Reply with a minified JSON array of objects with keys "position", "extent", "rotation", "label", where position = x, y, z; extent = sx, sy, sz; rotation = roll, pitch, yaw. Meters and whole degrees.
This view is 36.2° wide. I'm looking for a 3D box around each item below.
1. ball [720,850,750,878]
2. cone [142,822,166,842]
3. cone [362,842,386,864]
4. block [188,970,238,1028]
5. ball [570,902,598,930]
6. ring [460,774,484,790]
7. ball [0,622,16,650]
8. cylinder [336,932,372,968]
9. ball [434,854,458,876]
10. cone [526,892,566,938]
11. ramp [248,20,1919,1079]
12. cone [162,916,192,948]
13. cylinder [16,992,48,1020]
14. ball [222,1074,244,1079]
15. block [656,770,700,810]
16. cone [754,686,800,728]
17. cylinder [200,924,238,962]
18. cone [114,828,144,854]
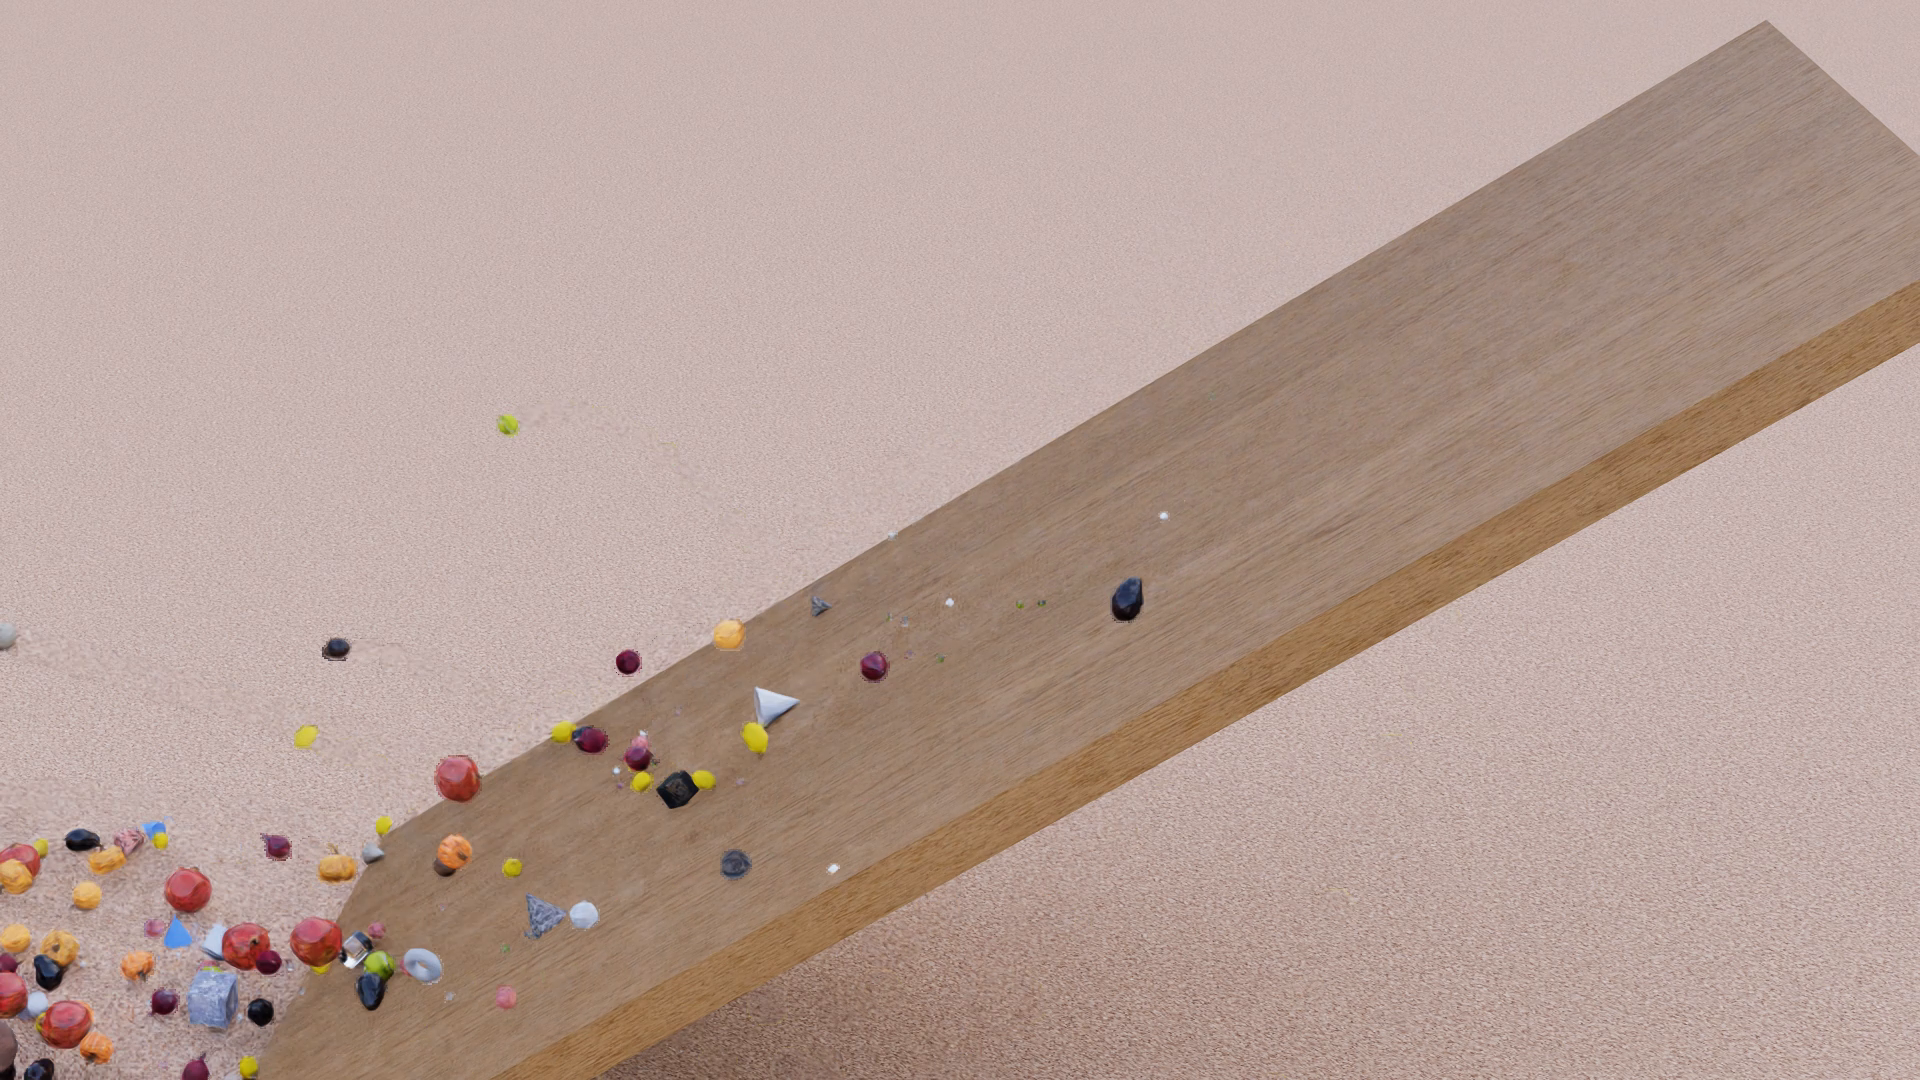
[{"position":[-0.441,0.636,5.760],"extent":[0.055,0.055,0.055],"rotation":[0,20,0],"label":"ball"},{"position":[-2.148,0.765,7.794],"extent":[0.057,0.057,0.057],"rotation":[13,24,29],"label":"cone"},{"position":[-1.478,0.798,7.474],"extent":[0.056,0.056,0.056],"rotation":[0,17,34],"label":"cone"},{"position":[-1.744,1.072,6.872],"extent":[0.089,0.089,0.089],"rotation":[7,30,1],"label":"block"},{"position":[-0.772,0.770,6.037],"extent":[0.056,0.056,0.056],"rotation":[0,20,0],"label":"ball"},{"position":[-1.284,0.701,7.923],"extent":[0.140,0.140,0.047],"rotation":[4,6,10],"label":"ring"},{"position":[-2.965,0.297,9.108],"extent":[0.086,0.086,0.086],"rotation":[0,20,0],"label":"ball"},{"position":[-1.398,0.945,6.791],"extent":[0.060,0.060,0.060],"rotation":[11,36,28],"label":"cylinder"},{"position":[-1.222,0.772,6.982],"extent":[0.055,0.055,0.055],"rotation":[0,20,0],"label":"ball"},{"position":[-0.892,0.776,6.208],"extent":[0.088,0.088,0.088],"rotation":[-31,15,10],"label":"cone"},{"position":[0.140,0.170,6.293],"extent":[4.000,0.100,2.000],"rotation":[-30,15,13],"label":"ramp"},{"position":[-1.945,0.963,7.299],"extent":[0.071,0.071,0.071],"rotation":[0,20,0],"label":"cone"},{"position":[-2.190,1.099,6.940],"extent":[0.053,0.053,0.053],"rotation":[14,21,34],"label":"cylinder"},{"position":[-1.593,1.196,6.437],"extent":[0.056,0.056,0.056],"rotation":[0,20,0],"label":"ball"},{"position":[-0.615,0.544,6.414],"extent":[0.055,0.055,0.055],"rotation":[-19,21,44],"label":"block"},{"position":[-0.401,0.365,6.544],"extent":[0.097,0.097,0.097],"rotation":[-9,22,-12],"label":"cone"},{"position":[-1.812,0.986,7.198],"extent":[0.066,0.066,0.066],"rotation":[13,60,31],"label":"cylinder"},{"position":[-2.185,0.808,7.725],"extent":[0.076,0.076,0.076],"rotation":[-4,26,-11],"label":"cone"}]
